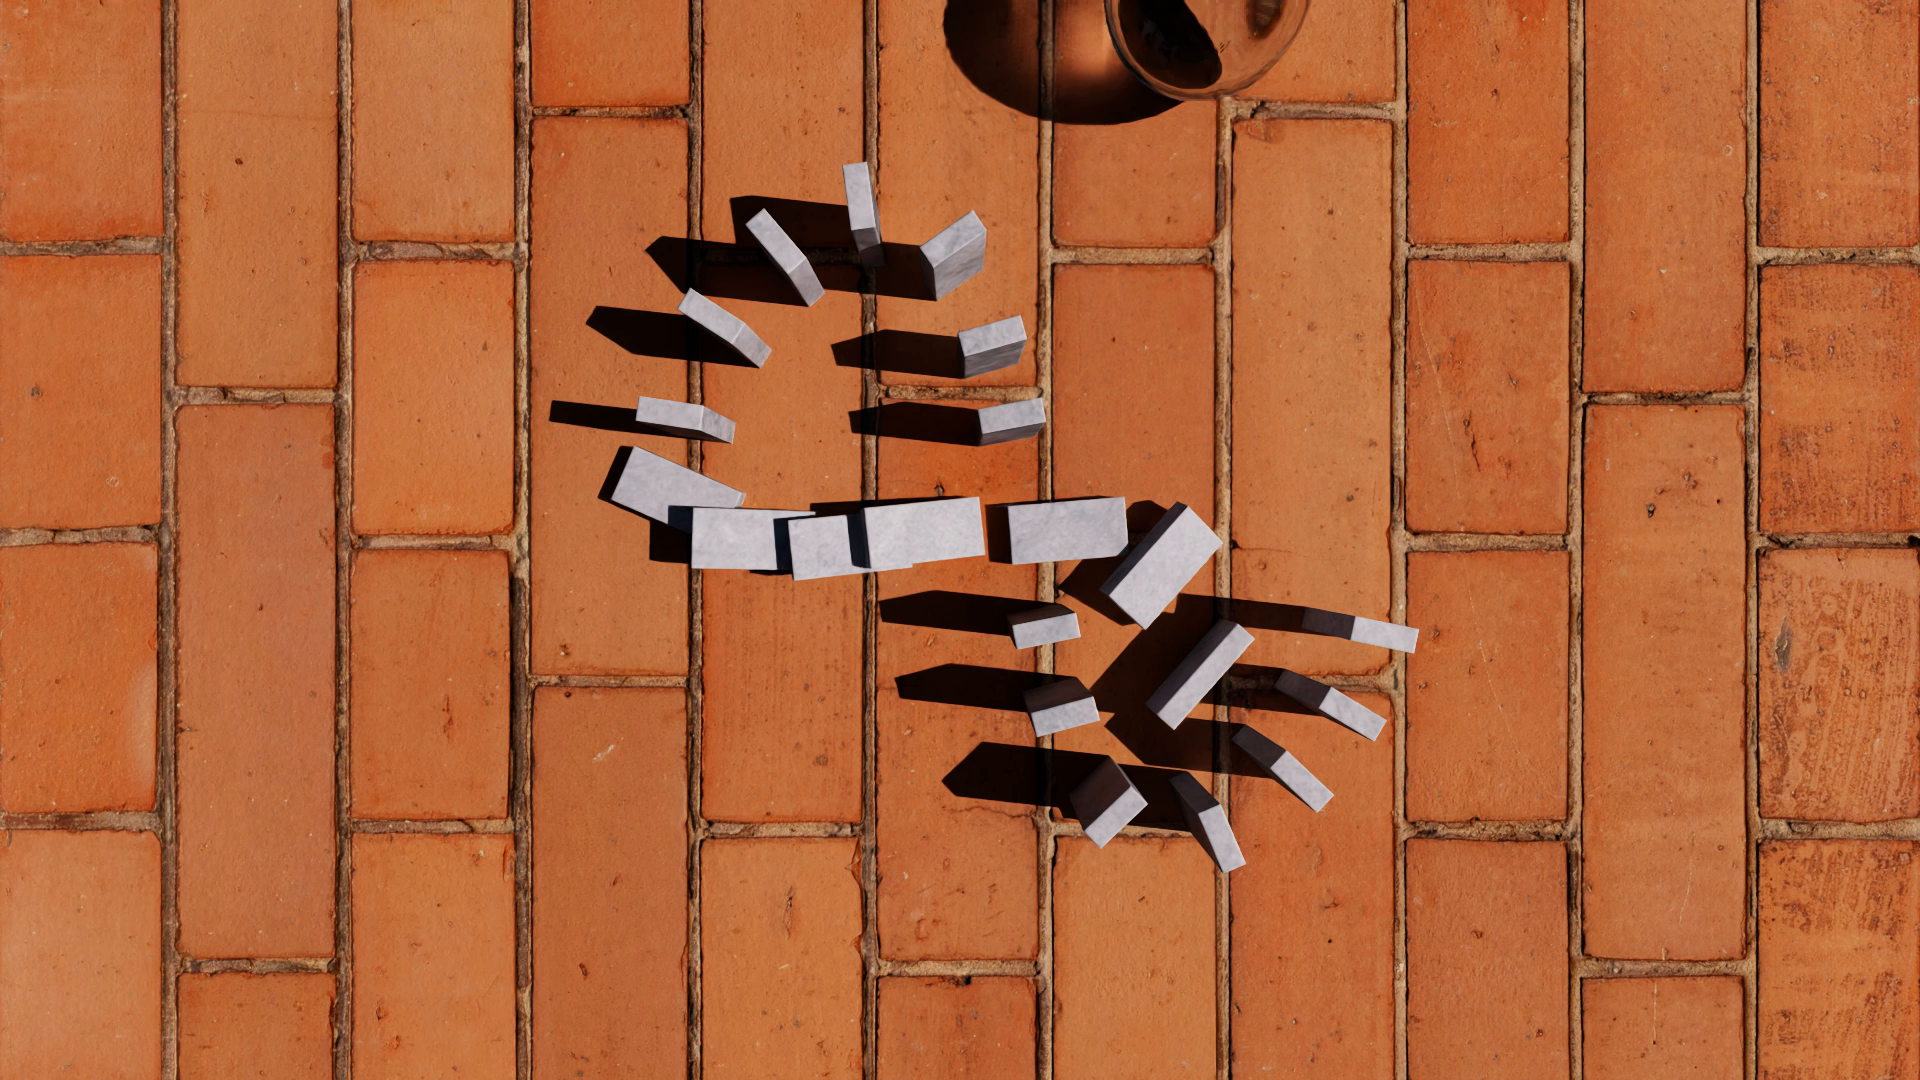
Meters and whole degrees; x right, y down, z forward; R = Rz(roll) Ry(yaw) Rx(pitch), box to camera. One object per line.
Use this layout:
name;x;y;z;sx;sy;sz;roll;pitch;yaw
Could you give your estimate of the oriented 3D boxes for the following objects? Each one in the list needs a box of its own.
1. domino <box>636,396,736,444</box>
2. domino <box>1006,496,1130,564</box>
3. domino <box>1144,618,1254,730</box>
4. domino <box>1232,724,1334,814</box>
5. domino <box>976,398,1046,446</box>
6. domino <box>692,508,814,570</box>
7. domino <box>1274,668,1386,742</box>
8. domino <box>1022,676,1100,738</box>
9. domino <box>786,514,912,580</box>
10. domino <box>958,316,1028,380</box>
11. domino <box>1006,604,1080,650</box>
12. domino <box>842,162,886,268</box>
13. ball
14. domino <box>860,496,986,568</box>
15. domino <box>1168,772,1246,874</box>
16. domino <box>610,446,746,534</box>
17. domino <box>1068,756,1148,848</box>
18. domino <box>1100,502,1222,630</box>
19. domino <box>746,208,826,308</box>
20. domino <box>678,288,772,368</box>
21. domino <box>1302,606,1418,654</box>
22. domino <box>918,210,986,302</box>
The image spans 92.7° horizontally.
domino;-0.111;-0.049;0.375;0.025;0.050;0.010;9;90;0
domino;0.046;-0.004;0.395;0.050;0.010;0.025;-5;90;0
domino;0.101;0.056;0.388;0.010;0.025;0.050;42;90;0
domino;0.131;0.092;0.375;0.025;0.050;0.009;43;90;0
domino;0.020;-0.048;0.375;0.025;0.050;0.009;-11;90;0
domino;-0.087;0.000;0.388;0.050;0.010;0.025;2;90;-17
domino;0.150;0.067;0.375;0.025;0.050;0.009;31;90;0
domino;0.040;0.068;0.375;0.025;0.050;0.010;-15;90;0
domino;-0.047;0.002;0.389;0.050;0.010;0.025;-6;90;-15
domino;0.012;-0.078;0.375;0.025;0.050;0.010;-16;90;0
domino;0.033;0.035;0.375;0.025;0.050;0.010;-11;90;0
domino;-0.039;-0.131;0.375;0.009;0.050;0.025;-8;90;0
ball;0.097;-0.216;0.360;0.080;0.080;0.080;0;90;0
domino;-0.016;-0.003;0.388;0.050;0.009;0.025;-6;90;-18
domino;0.100;0.114;0.375;0.009;0.050;0.025;-23;90;0
domino;-0.121;-0.019;0.395;0.050;0.010;0.025;24;90;0
domino;0.059;0.106;0.375;0.025;0.050;0.010;-44;90;0
domino;0.086;0.011;0.391;0.025;0.010;0.050;42;90;-22
domino;-0.070;-0.114;0.375;0.009;0.050;0.025;-41;90;0
domino;-0.095;-0.086;0.375;0.025;0.050;0.010;33;90;0
domino;0.162;0.036;0.375;0.025;0.050;0.010;12;90;0
domino;-0.003;-0.115;0.375;0.025;0.050;0.010;-35;90;0
